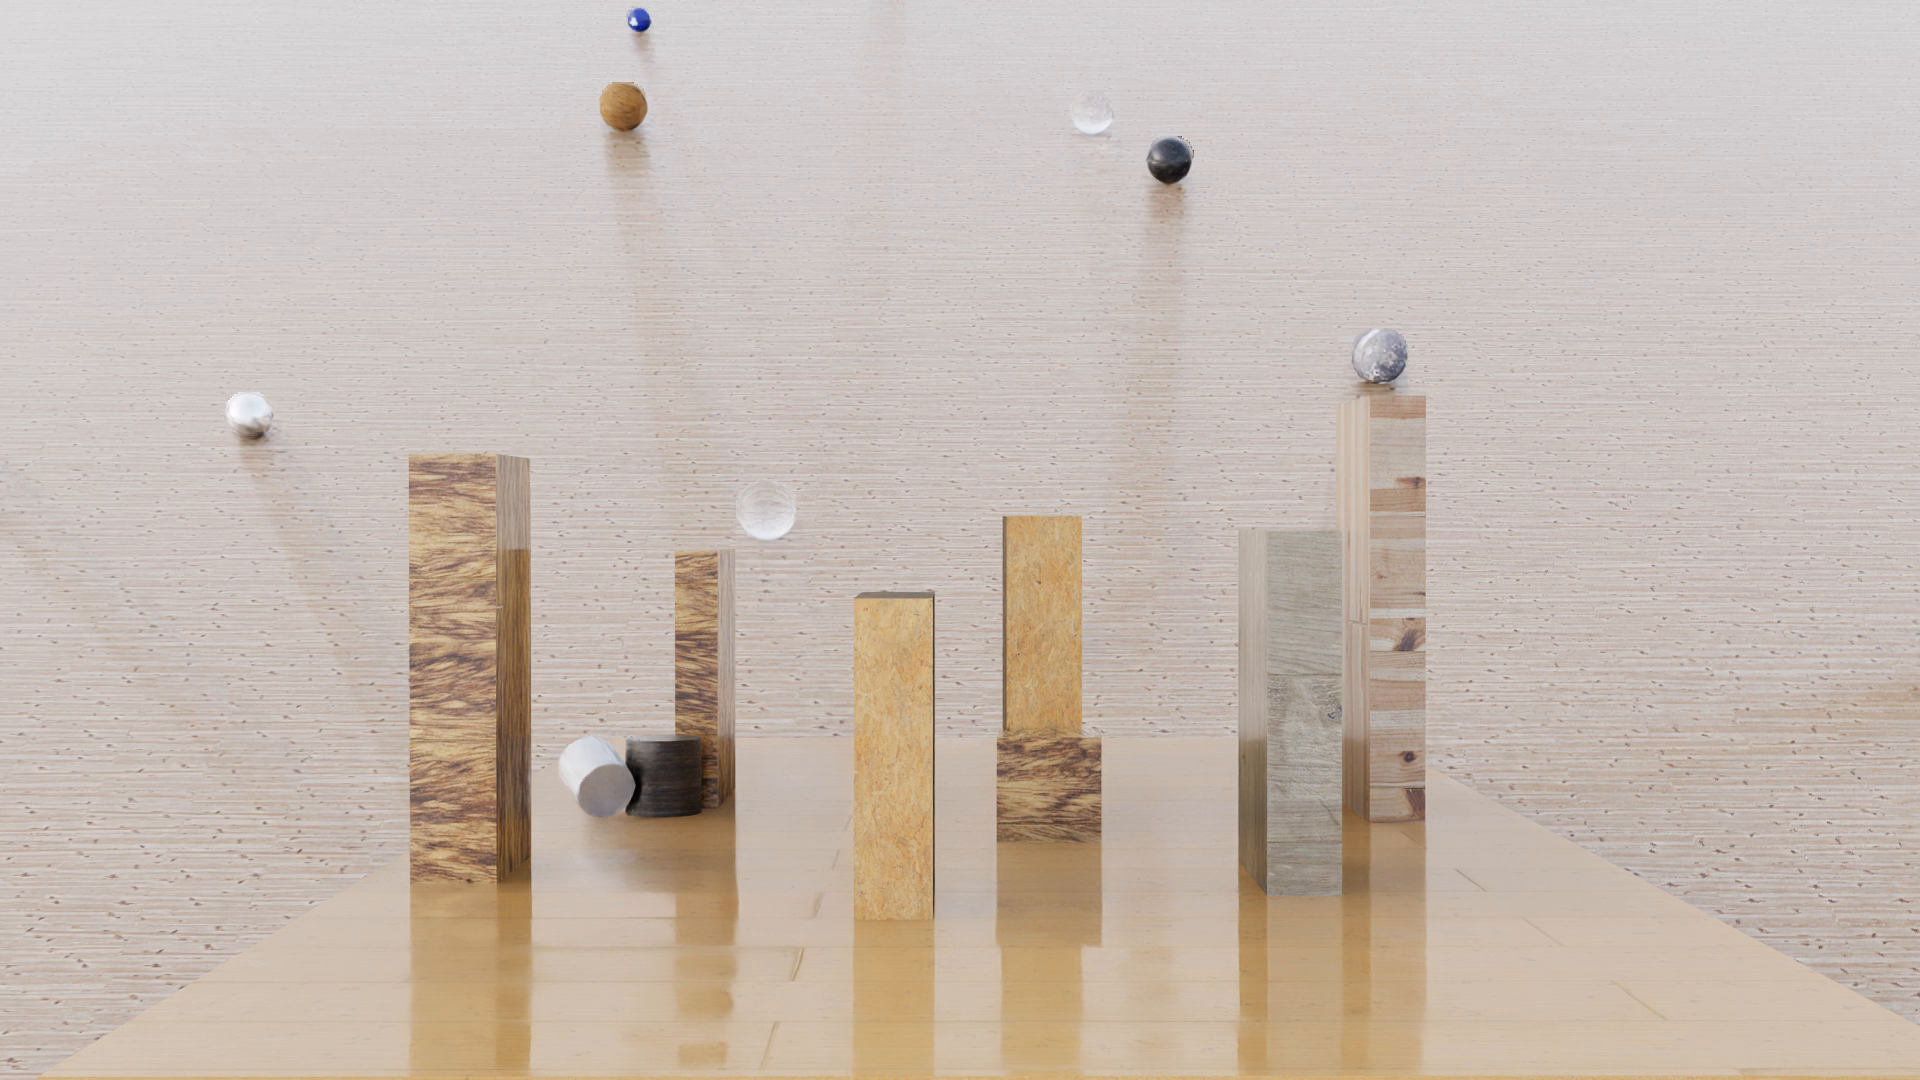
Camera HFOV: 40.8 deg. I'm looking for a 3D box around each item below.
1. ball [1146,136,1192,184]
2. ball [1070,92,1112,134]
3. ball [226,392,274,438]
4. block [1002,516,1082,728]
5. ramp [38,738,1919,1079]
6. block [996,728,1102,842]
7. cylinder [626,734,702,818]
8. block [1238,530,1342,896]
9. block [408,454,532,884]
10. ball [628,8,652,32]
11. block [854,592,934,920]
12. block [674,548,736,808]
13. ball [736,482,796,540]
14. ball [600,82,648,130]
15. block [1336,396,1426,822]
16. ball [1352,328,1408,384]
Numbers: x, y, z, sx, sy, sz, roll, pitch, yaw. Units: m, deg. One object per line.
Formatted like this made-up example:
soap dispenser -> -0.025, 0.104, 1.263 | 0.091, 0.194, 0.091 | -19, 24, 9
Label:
ball -> 0.839, -1.522, 10.350 | 0.184, 0.184, 0.184 | 0, 28, 0
ball -> 0.553, -1.790, 10.852 | 0.177, 0.177, 0.177 | 0, 28, 0
ball -> -2.287, -0.400, 8.320 | 0.147, 0.147, 0.147 | 0, 28, 0
block -> 0.152, 0.238, 4.899 | 0.136, 0.567, 0.441 | 0, 1, 0
ramp -> 0.064, 0.575, 4.618 | 2.000, 0.100, 4.000 | 0, 1, 0
block -> 0.160, 0.434, 4.585 | 0.182, 0.182, 0.182 | 0, 1, 3
cylinder -> -0.567, 0.450, 4.945 | 0.144, 0.144, 0.144 | 0, 1, 0
block -> 0.514, 0.257, 4.053 | 0.112, 0.545, 0.396 | 0, 1, 0
block -> -0.783, 0.198, 4.150 | 0.134, 0.664, 0.326 | 0, 1, 0
ball -> -1.502, -2.440, 12.117 | 0.113, 0.113, 0.113 | 0, 28, 0
block -> -0.094, 0.307, 3.786 | 0.111, 0.452, 0.314 | 0, 1, 0
block -> -0.512, 0.270, 5.212 | 0.083, 0.500, 0.398 | 0, 1, 0
ball -> -0.577, -0.087, 7.709 | 0.178, 0.178, 0.178 | 0, 28, 0
ball -> -1.418, -1.825, 10.892 | 0.200, 0.200, 0.200 | 0, 28, 0
block -> 0.808, 0.126, 4.984 | 0.103, 0.790, 0.423 | 0, 1, 0
ball -> 1.408, -0.617, 8.680 | 0.185, 0.185, 0.185 | 0, 28, 0
